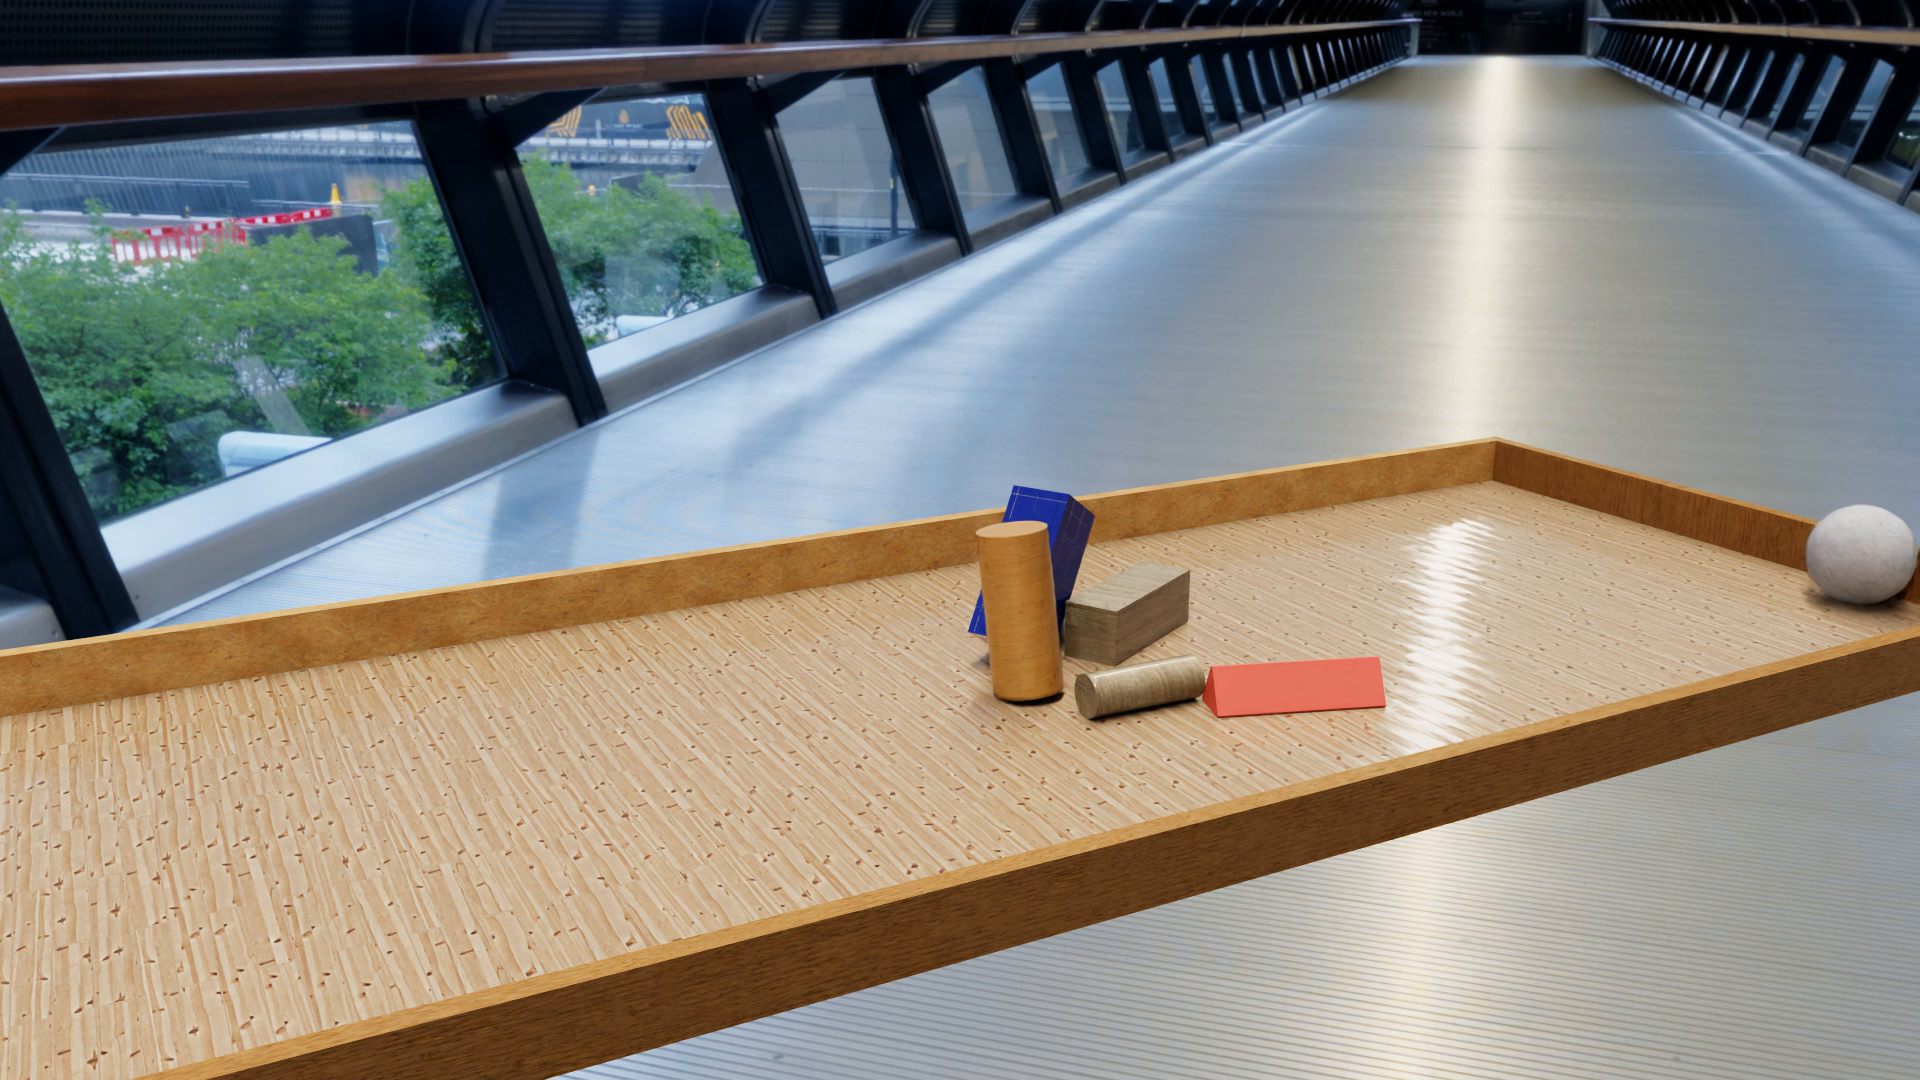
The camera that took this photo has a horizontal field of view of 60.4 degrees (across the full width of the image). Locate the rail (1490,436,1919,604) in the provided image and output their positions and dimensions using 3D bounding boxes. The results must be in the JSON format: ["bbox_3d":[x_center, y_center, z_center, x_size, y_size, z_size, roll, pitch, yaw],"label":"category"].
[{"bbox_3d":[2.466,-0.048,5.253,0.050,0.150,2.100,-9,18,-27],"label":"rail"}]

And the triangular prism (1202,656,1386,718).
[{"bbox_3d":[0.809,0.343,3.989,0.421,0.107,0.123,-3,17,-9],"label":"triangular prism"}]

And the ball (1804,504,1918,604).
[{"bbox_3d":[2.571,0.042,4.708,0.284,0.284,0.284,0,16,0],"label":"ball"}]

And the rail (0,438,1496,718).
[{"bbox_3d":[-3.305,0.497,3.399,12.000,0.150,0.050,-9,18,-27],"label":"rail"}]

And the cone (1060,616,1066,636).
[{"bbox_3d":[0.234,0.060,4.435,0.179,0.365,0.179,11,1,0],"label":"cone"}]

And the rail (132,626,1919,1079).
[{"bbox_3d":[-2.336,1.006,1.665,12.000,0.150,0.050,-9,18,-27],"label":"rail"}]

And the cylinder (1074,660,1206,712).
[{"bbox_3d":[0.434,0.351,3.968,0.303,0.108,0.108,-2,16,-25],"label":"cylinder"}]

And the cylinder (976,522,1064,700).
[{"bbox_3d":[0.147,0.171,4.019,0.176,0.405,0.176,-6,12,1],"label":"cylinder"}]

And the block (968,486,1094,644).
[{"bbox_3d":[0.189,0.086,4.297,0.167,0.406,0.167,11,-13,32],"label":"block"}]

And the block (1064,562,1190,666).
[{"bbox_3d":[0.454,0.192,4.433,0.150,0.150,0.428,11,19,32],"label":"block"}]
